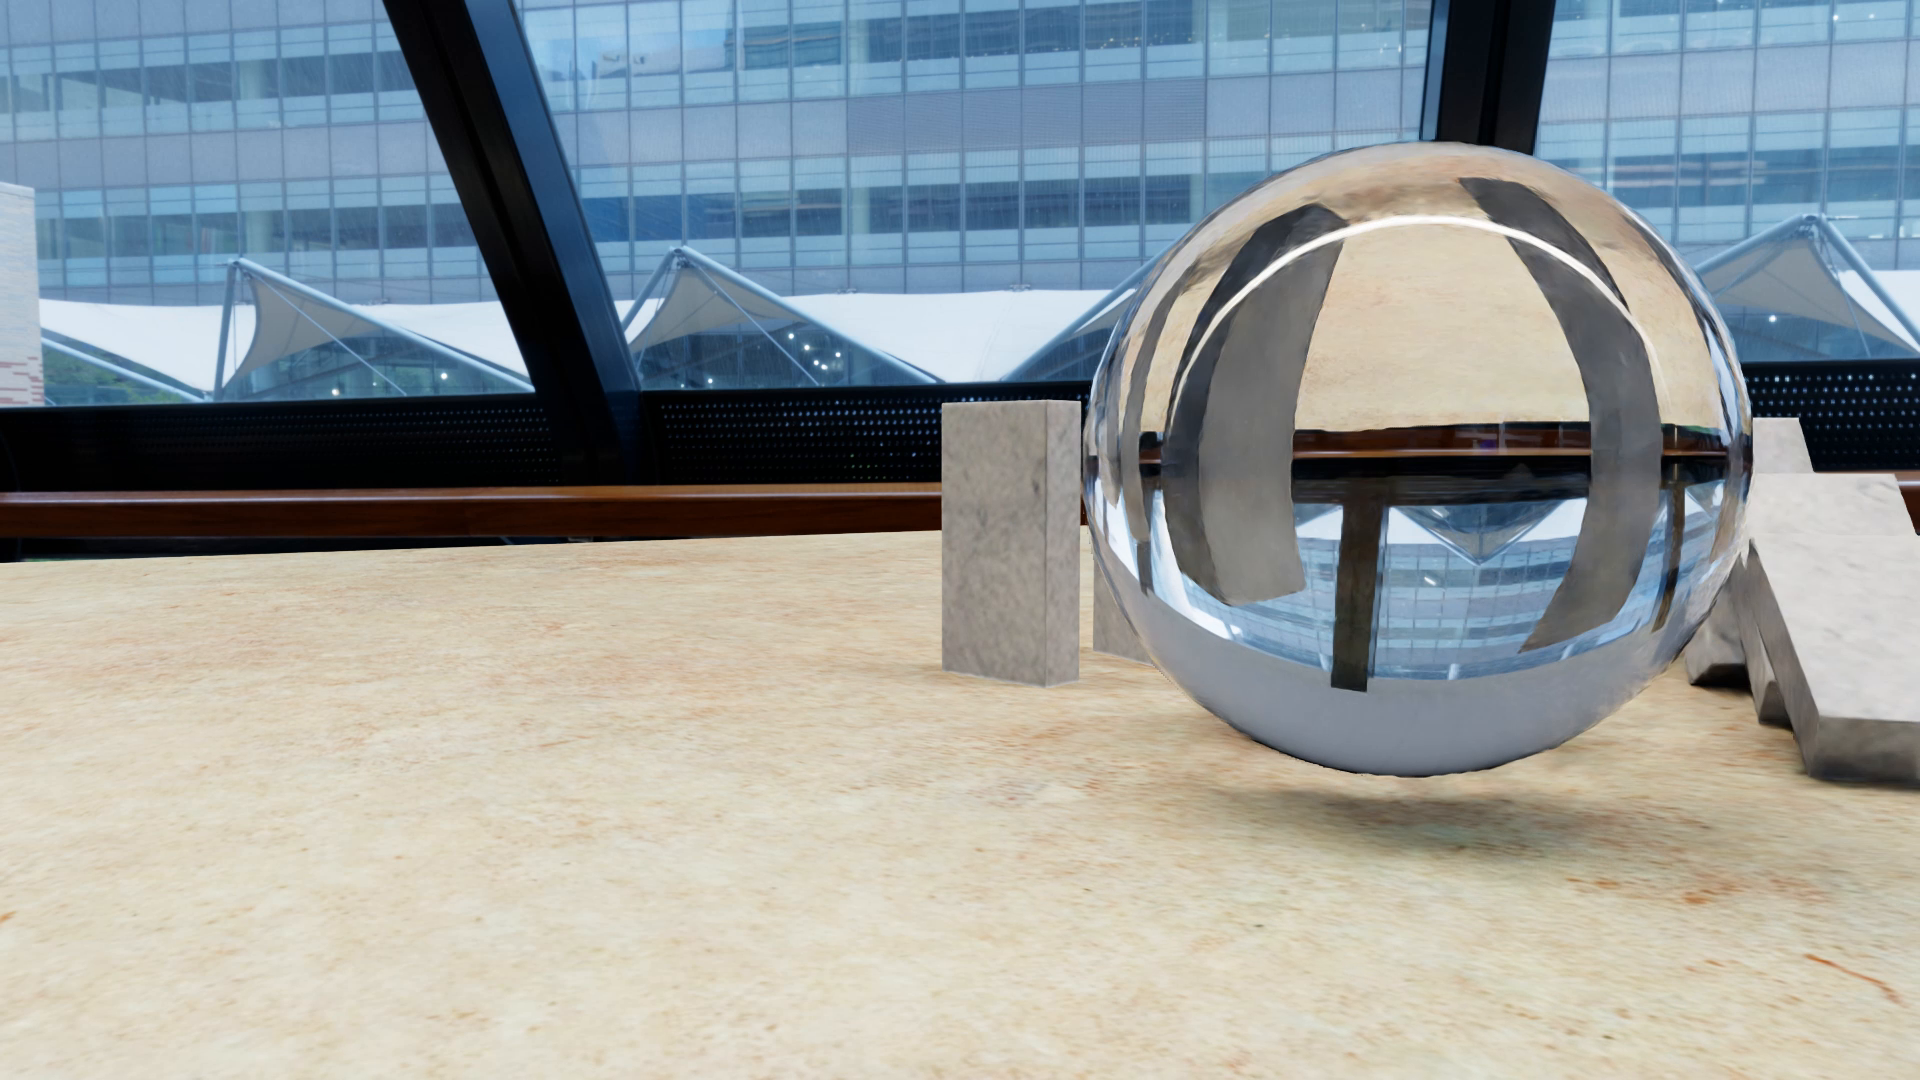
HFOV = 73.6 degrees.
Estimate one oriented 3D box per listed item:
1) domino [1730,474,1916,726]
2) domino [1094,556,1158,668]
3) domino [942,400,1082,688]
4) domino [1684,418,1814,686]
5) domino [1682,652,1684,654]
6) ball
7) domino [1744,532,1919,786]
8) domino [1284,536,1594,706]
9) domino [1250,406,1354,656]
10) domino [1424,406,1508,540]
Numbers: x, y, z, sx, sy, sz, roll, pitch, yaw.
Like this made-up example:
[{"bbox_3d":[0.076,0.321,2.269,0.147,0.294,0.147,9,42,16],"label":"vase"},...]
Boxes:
[{"bbox_3d":[0.140,0.008,0.206,0.025,0.010,0.050,2,41,21],"label":"domino"},{"bbox_3d":[0.037,-0.001,0.253,0.009,0.050,0.025,-2,5,-27],"label":"domino"},{"bbox_3d":[0.009,0.000,0.233,0.025,0.050,0.010,4,6,43],"label":"domino"},{"bbox_3d":[0.142,0.001,0.233,0.025,0.050,0.009,1,-28,7],"label":"domino"},{"bbox_3d":[0.133,-0.002,0.255,0.025,0.050,0.009,-3,-3,-34],"label":"domino"},{"bbox_3d":[0.056,-0.010,0.166,0.080,0.080,0.080,0,4,0],"label":"ball"},{"bbox_3d":[0.128,0.015,0.178,0.025,0.009,0.050,2,28,21],"label":"domino"},{"bbox_3d":[0.080,0.013,0.214,0.050,0.025,0.010,-1,-11,-18],"label":"domino"},{"bbox_3d":[0.070,-0.002,0.265,0.010,0.050,0.025,-1,4,-13],"label":"domino"},{"bbox_3d":[0.105,-0.002,0.267,0.009,0.050,0.025,1,4,8],"label":"domino"}]
